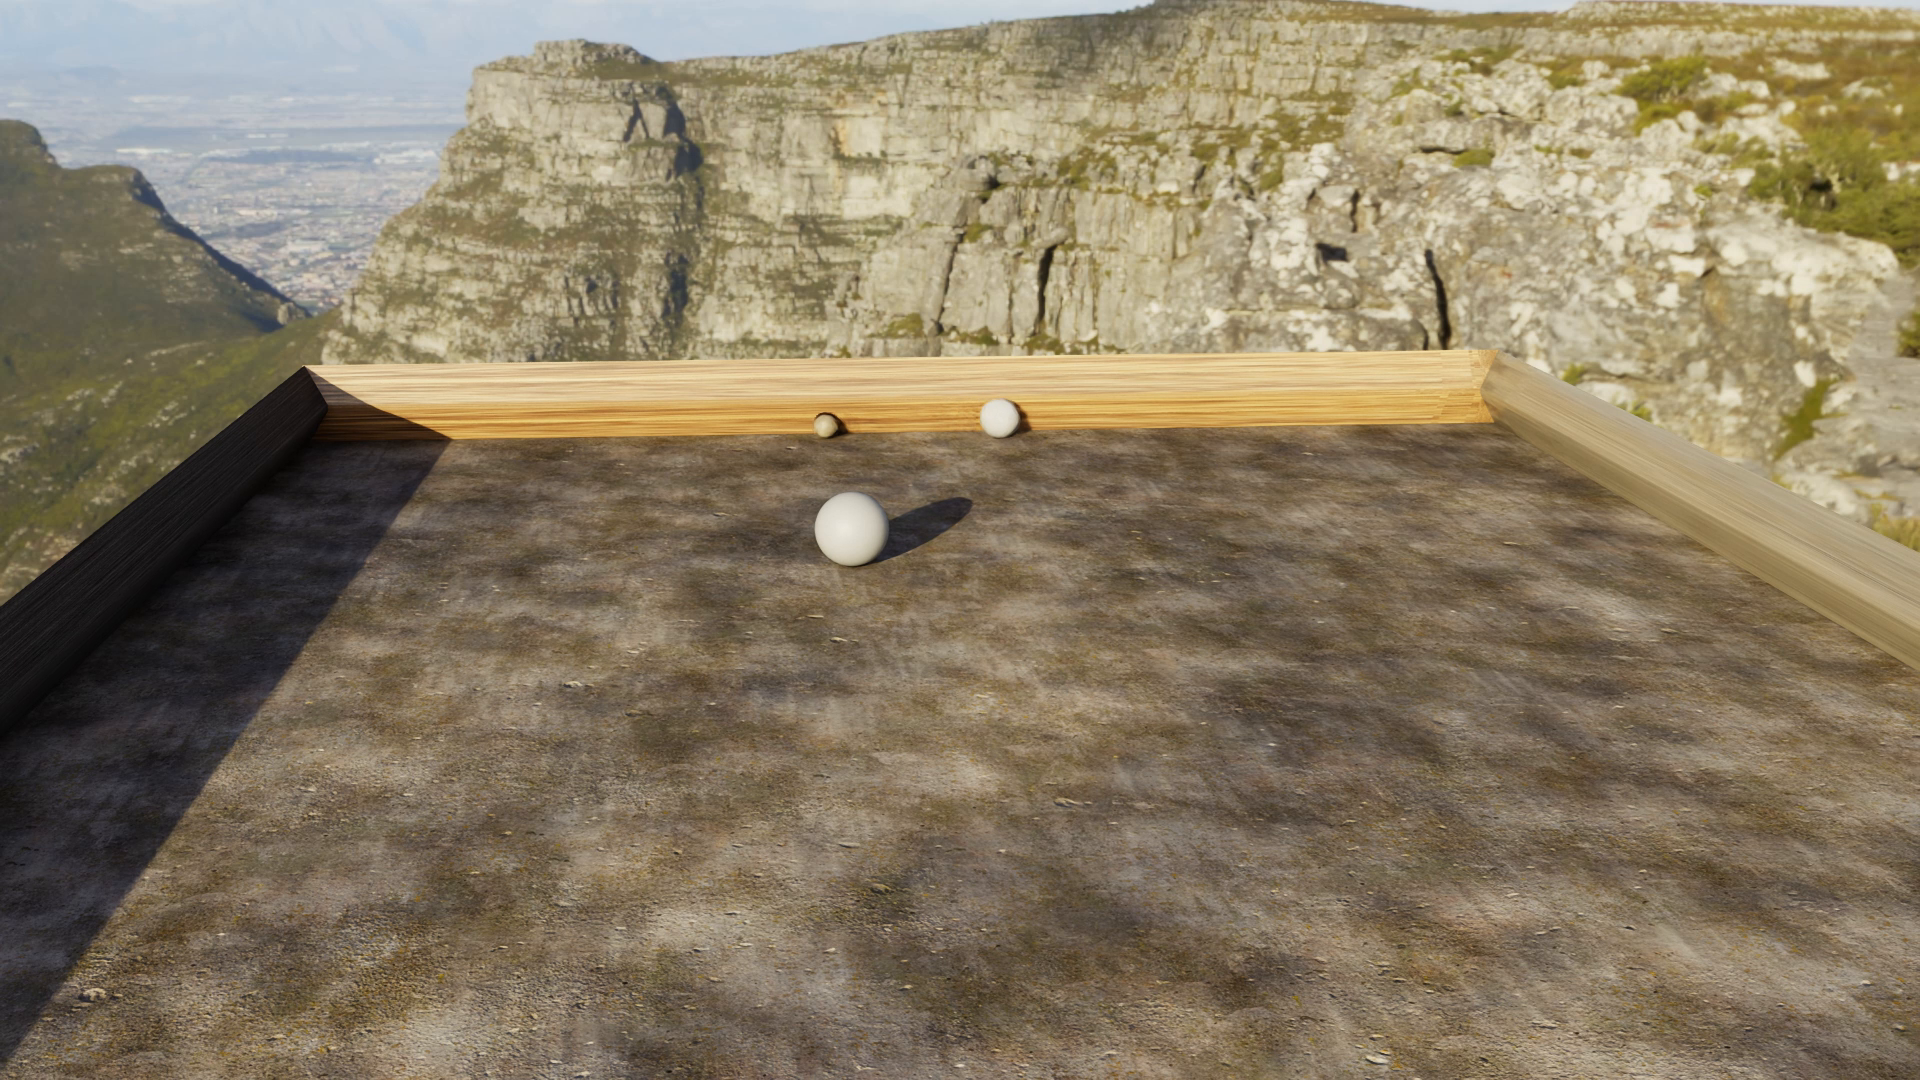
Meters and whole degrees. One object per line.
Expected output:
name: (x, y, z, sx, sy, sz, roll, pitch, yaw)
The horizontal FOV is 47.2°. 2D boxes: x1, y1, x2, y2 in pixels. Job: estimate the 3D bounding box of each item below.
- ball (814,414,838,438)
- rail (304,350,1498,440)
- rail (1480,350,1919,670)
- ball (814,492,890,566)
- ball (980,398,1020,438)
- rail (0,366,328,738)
ball: (-0.230, -0.196, 3.790, 0.041, 0.041, 0.041, 0, 14, 0)
rail: (-0.077, -0.248, 3.811, 2.080, 0.130, 0.045, -1, 14, -5)
rail: (1.092, 0.174, 2.102, 0.045, 0.130, 3.752, -1, 14, -5)
ball: (-0.144, -0.015, 2.932, 0.100, 0.100, 0.100, 0, 14, 0)
ball: (0.068, -0.210, 3.786, 0.069, 0.069, 0.069, 0, 14, 0)
rail: (-0.934, 0.215, 1.936, 0.045, 0.130, 3.752, -1, 14, -5)
